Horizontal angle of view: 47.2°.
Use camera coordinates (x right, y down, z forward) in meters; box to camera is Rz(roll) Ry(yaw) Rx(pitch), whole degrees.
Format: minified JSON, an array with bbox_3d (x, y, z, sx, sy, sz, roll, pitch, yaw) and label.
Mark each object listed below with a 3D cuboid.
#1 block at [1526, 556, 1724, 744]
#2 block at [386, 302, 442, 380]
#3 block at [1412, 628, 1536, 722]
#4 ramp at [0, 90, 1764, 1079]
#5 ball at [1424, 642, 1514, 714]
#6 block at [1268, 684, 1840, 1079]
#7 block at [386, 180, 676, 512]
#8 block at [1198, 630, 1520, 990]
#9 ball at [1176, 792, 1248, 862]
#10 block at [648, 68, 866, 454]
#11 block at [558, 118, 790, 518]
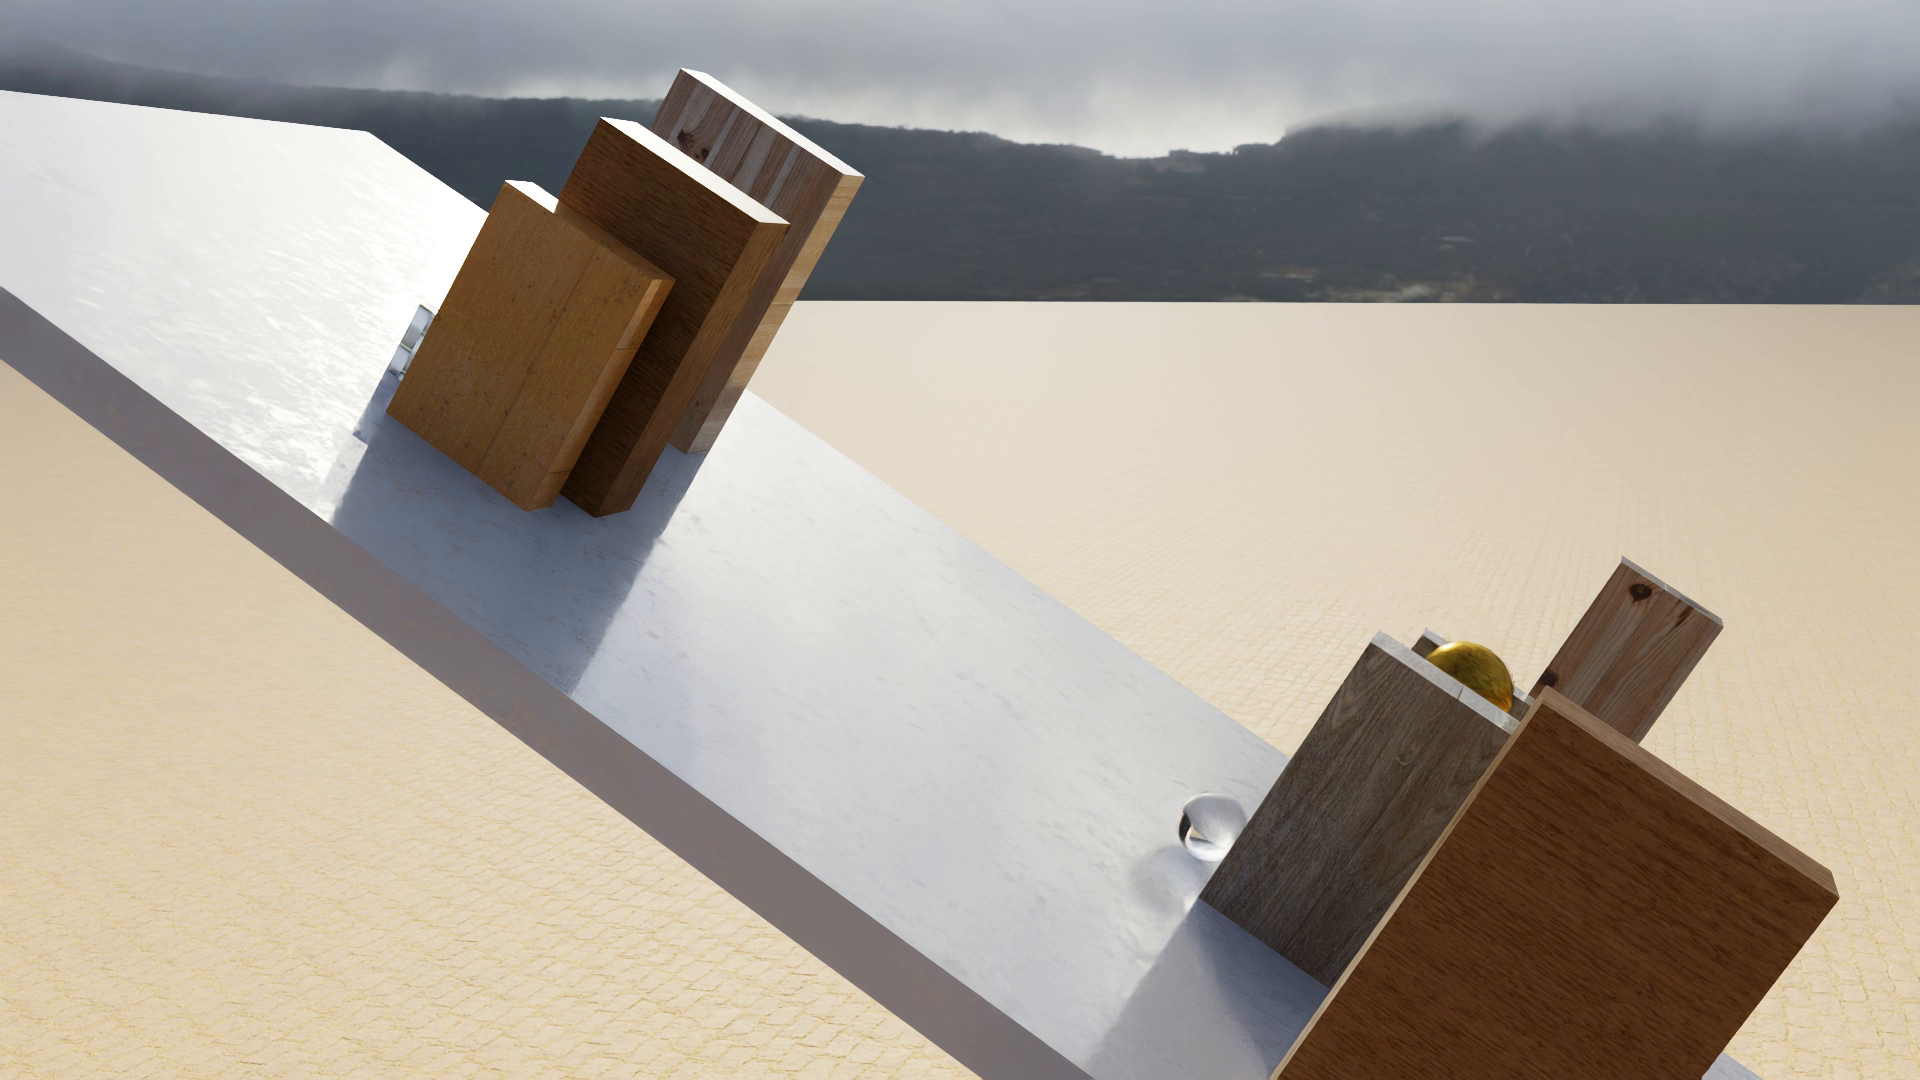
[{"bbox_3d":[1.275,0.427,4.644,0.240,0.780,0.120,34,15,11],"label":"block"},{"bbox_3d":[-0.927,-0.336,4.022,0.142,0.142,0.142,34,15,11],"label":"block"},{"bbox_3d":[0.882,0.456,4.316,0.261,0.502,0.089,34,15,11],"label":"block"},{"bbox_3d":[-0.153,0.254,4.112,4.000,0.100,2.000,34,15,11],"label":"ramp"},{"bbox_3d":[0.928,0.278,4.059,0.180,0.180,0.180,0,7,0],"label":"ball"},{"bbox_3d":[0.749,0.638,2.943,0.431,0.769,0.132,34,15,11],"label":"block"},{"bbox_3d":[-0.736,-0.330,3.754,0.313,0.461,0.094,34,15,11],"label":"block"},{"bbox_3d":[0.752,0.511,3.794,0.440,0.547,0.137,34,15,11],"label":"block"},{"bbox_3d":[0.459,0.522,4.001,0.129,0.129,0.129,0,7,0],"label":"ball"},{"bbox_3d":[-0.542,-0.567,4.511,0.407,0.662,0.125,34,15,11],"label":"block"},{"bbox_3d":[-0.613,-0.393,3.913,0.344,0.607,0.142,34,15,11],"label":"block"}]
